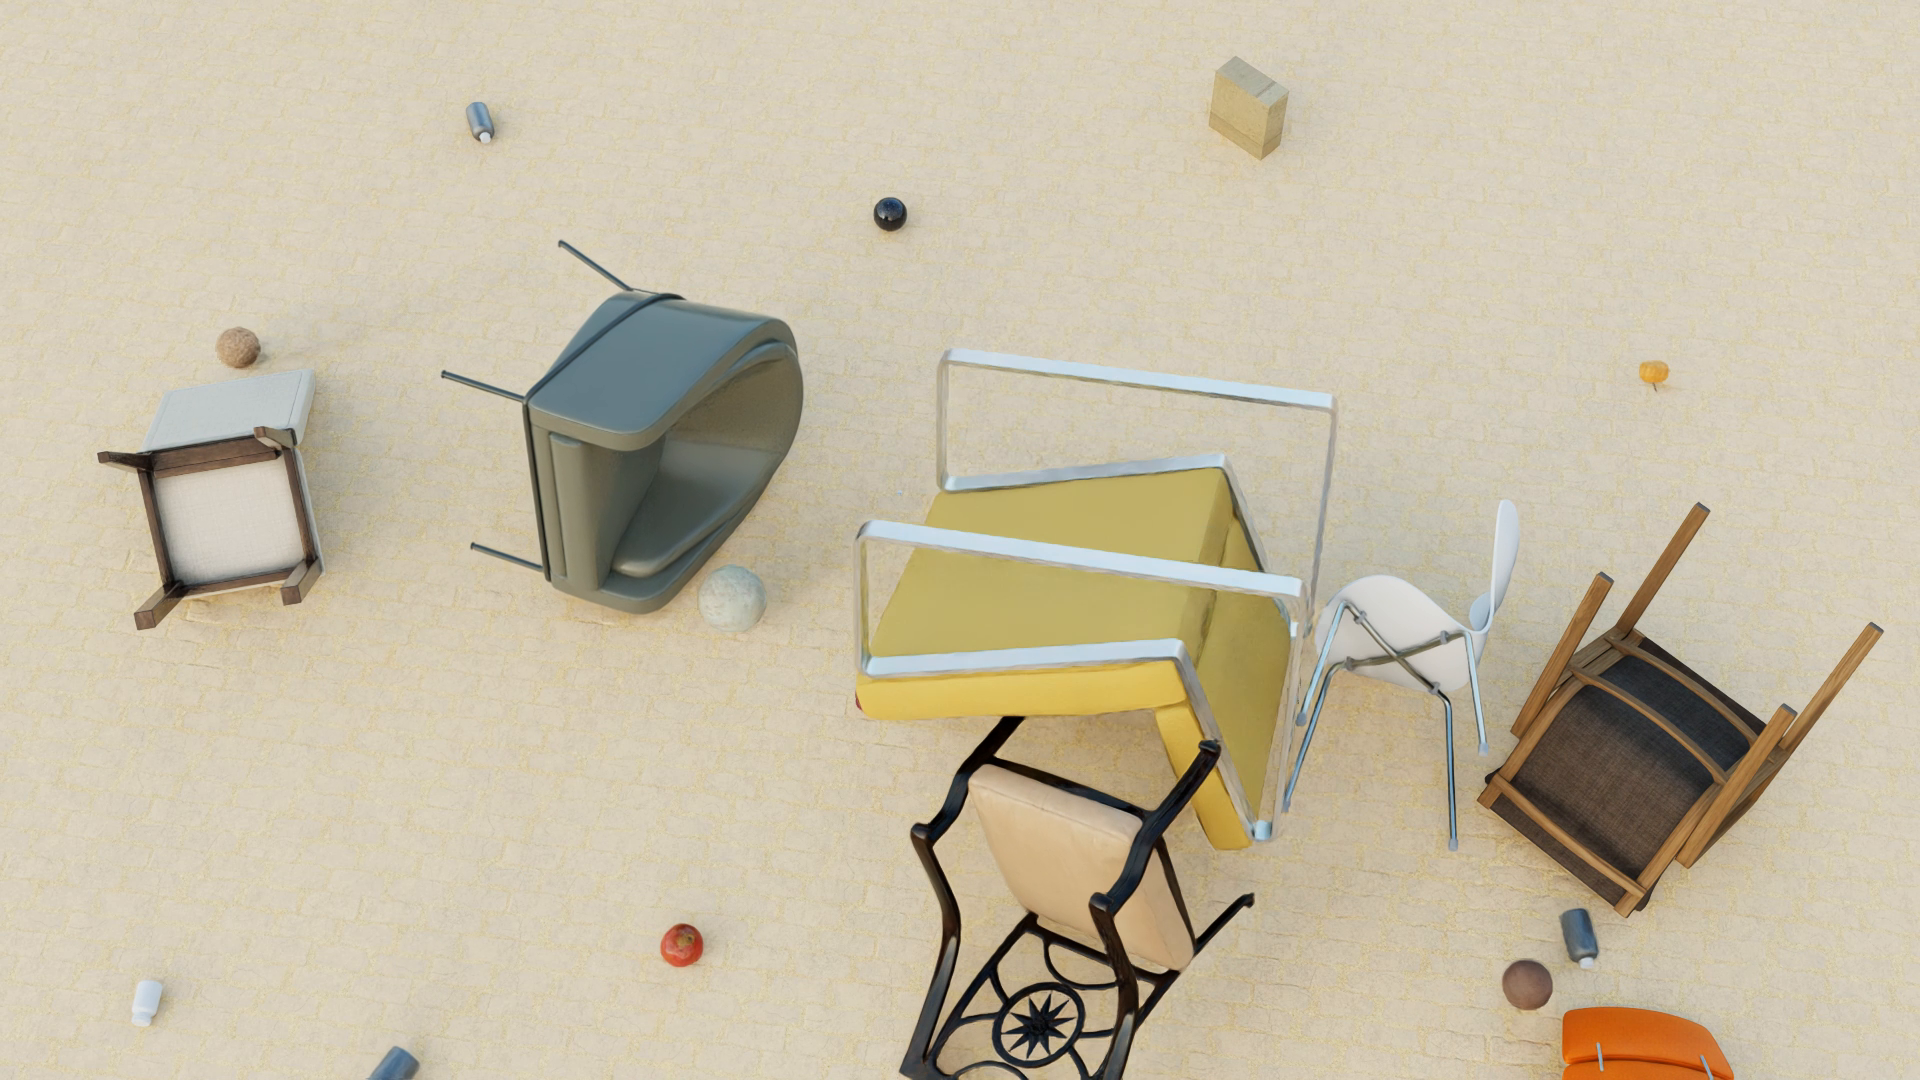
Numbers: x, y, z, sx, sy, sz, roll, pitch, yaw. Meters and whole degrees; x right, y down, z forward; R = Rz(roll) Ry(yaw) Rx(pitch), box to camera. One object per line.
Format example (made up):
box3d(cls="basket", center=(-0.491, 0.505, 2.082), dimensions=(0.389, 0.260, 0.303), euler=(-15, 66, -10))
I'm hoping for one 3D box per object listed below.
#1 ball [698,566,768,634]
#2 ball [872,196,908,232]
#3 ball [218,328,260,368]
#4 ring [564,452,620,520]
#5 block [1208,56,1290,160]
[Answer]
box3d(cls="ball", center=(-0.655, 0.171, 6.341), dimensions=(0.197, 0.197, 0.197), euler=(0, 56, 0))
box3d(cls="ball", center=(-0.229, -1.070, 7.223), dimensions=(0.115, 0.115, 0.115), euler=(0, 56, 0))
box3d(cls="ball", center=(-2.264, -0.604, 6.902), dimensions=(0.128, 0.128, 0.128), euler=(0, 56, 0))
box3d(cls="ring", center=(-1.113, -0.165, 6.655), dimensions=(0.114, 0.050, 0.280), euler=(21, 58, 13))
box3d(cls="block", center=(0.969, -1.451, 7.393), dimensions=(0.233, 0.256, 0.102), euler=(39, 64, 23))
